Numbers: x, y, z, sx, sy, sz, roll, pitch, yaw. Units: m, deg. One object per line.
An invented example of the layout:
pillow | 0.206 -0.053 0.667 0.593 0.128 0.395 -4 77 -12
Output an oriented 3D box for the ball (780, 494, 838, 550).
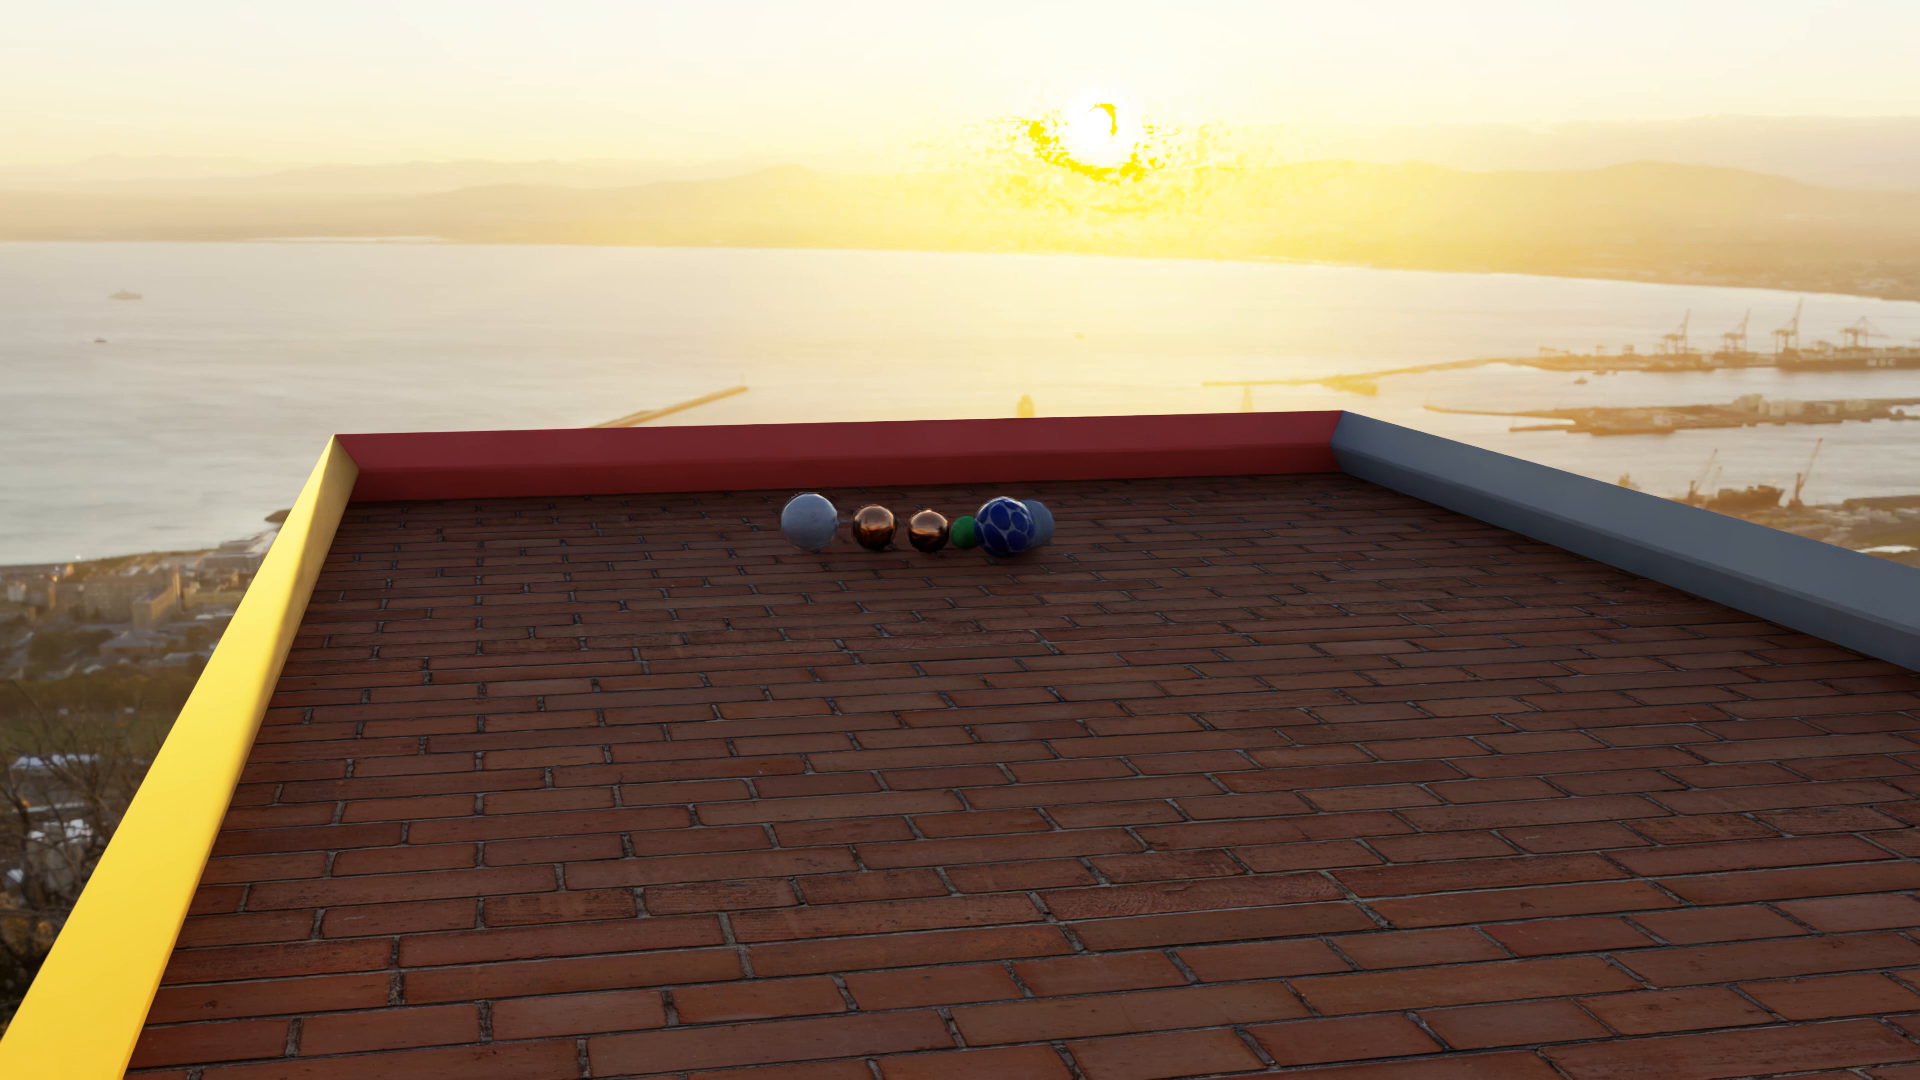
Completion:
ball | -0.231 -0.027 3.383 0.088 0.088 0.088 0 10 0

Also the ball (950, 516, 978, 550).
ball | 0.011 -0.011 3.395 0.051 0.051 0.051 0 10 0

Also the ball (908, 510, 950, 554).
ball | -0.048 -0.012 3.362 0.065 0.065 0.065 0 10 0

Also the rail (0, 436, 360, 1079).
rail | -0.722 0.148 2.243 0.045 0.119 3.405 -2 10 -12

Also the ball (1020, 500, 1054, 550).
ball | 0.105 -0.023 3.395 0.077 0.077 0.077 0 10 0

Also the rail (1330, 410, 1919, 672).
rail | 1.082 0.083 2.628 0.045 0.119 3.405 -2 10 -12

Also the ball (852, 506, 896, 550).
ball | -0.132 -0.019 3.392 0.069 0.069 0.069 0 10 0

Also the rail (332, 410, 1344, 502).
rail | -0.175 -0.156 4.054 1.893 0.119 0.045 -2 10 -12

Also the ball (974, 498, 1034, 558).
ball | 0.067 -0.018 3.318 0.091 0.091 0.091 0 10 0
